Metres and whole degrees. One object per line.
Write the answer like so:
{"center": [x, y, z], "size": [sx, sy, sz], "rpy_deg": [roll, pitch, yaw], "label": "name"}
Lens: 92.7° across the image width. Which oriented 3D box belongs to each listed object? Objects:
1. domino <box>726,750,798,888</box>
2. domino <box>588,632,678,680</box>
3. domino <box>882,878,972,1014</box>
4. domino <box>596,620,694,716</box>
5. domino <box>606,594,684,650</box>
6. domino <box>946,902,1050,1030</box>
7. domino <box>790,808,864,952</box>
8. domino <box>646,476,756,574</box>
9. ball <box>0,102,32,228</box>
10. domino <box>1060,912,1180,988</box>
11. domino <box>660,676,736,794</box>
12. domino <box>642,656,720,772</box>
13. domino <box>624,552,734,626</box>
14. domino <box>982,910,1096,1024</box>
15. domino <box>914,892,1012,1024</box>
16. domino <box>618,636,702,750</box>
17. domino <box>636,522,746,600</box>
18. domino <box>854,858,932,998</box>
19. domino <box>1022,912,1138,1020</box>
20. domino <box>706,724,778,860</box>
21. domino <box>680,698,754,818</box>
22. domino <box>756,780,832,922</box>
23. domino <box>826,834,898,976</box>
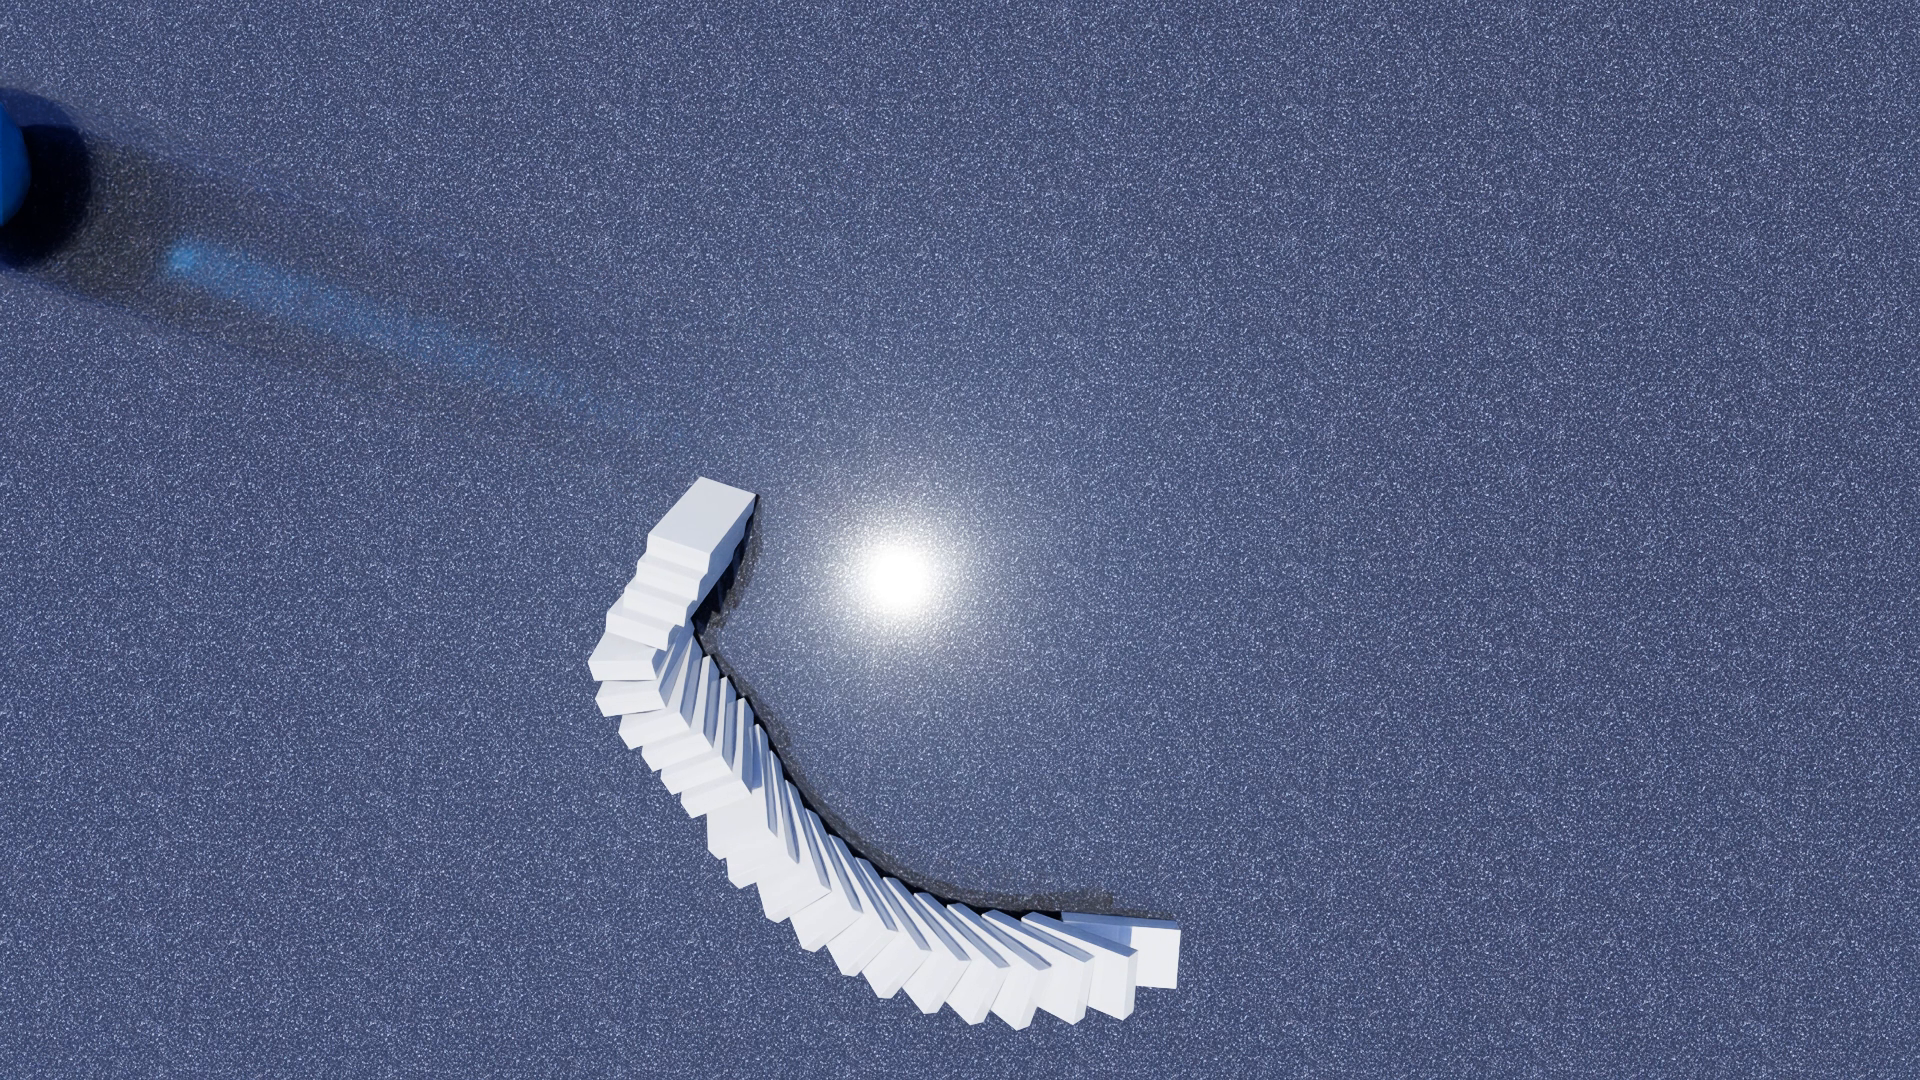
{"center": [-0.084, 0.115, 0.379], "size": [0.025, 0.010, 0.050], "rpy_deg": [-22, 45, -1], "label": "domino"}
{"center": [-0.130, 0.037, 0.376], "size": [0.025, 0.050, 0.010], "rpy_deg": [-1, 123, 4], "label": "domino"}
{"center": [-0.021, 0.167, 0.380], "size": [0.050, 0.009, 0.025], "rpy_deg": [34, 90, 40], "label": "domino"}
{"center": [-0.128, 0.050, 0.376], "size": [0.025, 0.050, 0.009], "rpy_deg": [-8, 122, 4], "label": "domino"}
{"center": [-0.121, 0.023, 0.376], "size": [0.025, 0.050, 0.010], "rpy_deg": [18, 122, 0], "label": "domino"}
{"center": [0.011, 0.176, 0.381], "size": [0.050, 0.010, 0.025], "rpy_deg": [21, 90, 39], "label": "domino"}
{"center": [-0.062, 0.140, 0.381], "size": [0.025, 0.009, 0.050], "rpy_deg": [-38, 51, 0], "label": "domino"}
{"center": [-0.105, -0.007, 0.376], "size": [0.025, 0.050, 0.009], "rpy_deg": [18, 122, 0], "label": "domino"}
{"center": [-0.422, -0.156, 0.360], "size": [0.080, 0.080, 0.080], "rpy_deg": [0, 90, 0], "label": "ball"}
{"center": [0.068, 0.177, 0.395], "size": [0.050, 0.010, 0.025], "rpy_deg": [5, 90, 0], "label": "domino"}
{"center": [-0.106, 0.079, 0.376], "size": [0.025, 0.050, 0.010], "rpy_deg": [-20, 121, 0], "label": "domino"}
{"center": [-0.114, 0.070, 0.376], "size": [0.025, 0.050, 0.010], "rpy_deg": [-20, 121, 0], "label": "domino"}
{"center": [-0.114, 0.014, 0.376], "size": [0.025, 0.050, 0.009], "rpy_deg": [18, 122, 0], "label": "domino"}
{"center": [0.030, 0.177, 0.382], "size": [0.050, 0.009, 0.025], "rpy_deg": [10, 90, 36], "label": "domino"}
{"center": [-0.005, 0.173, 0.381], "size": [0.050, 0.010, 0.025], "rpy_deg": [27, 90, 39], "label": "domino"}
{"center": [-0.122, 0.061, 0.376], "size": [0.025, 0.050, 0.009], "rpy_deg": [-19, 121, 2], "label": "domino"}
{"center": [-0.109, 0.003, 0.376], "size": [0.025, 0.050, 0.010], "rpy_deg": [18, 122, 0], "label": "domino"}
{"center": [-0.036, 0.160, 0.381], "size": [0.025, 0.010, 0.050], "rpy_deg": [-49, 51, 0], "label": "domino"}
{"center": [0.048, 0.176, 0.381], "size": [0.050, 0.009, 0.025], "rpy_deg": [5, 90, 36], "label": "domino"}
{"center": [-0.091, 0.103, 0.379], "size": [0.025, 0.010, 0.050], "rpy_deg": [-20, 45, 1], "label": "domino"}
{"center": [-0.099, 0.088, 0.376], "size": [0.025, 0.050, 0.010], "rpy_deg": [-21, 121, 0], "label": "domino"}
{"center": [-0.074, 0.128, 0.380], "size": [0.025, 0.009, 0.050], "rpy_deg": [-31, 50, 0], "label": "domino"}
{"center": [-0.049, 0.151, 0.381], "size": [0.025, 0.009, 0.050], "rpy_deg": [-45, 51, 0], "label": "domino"}
